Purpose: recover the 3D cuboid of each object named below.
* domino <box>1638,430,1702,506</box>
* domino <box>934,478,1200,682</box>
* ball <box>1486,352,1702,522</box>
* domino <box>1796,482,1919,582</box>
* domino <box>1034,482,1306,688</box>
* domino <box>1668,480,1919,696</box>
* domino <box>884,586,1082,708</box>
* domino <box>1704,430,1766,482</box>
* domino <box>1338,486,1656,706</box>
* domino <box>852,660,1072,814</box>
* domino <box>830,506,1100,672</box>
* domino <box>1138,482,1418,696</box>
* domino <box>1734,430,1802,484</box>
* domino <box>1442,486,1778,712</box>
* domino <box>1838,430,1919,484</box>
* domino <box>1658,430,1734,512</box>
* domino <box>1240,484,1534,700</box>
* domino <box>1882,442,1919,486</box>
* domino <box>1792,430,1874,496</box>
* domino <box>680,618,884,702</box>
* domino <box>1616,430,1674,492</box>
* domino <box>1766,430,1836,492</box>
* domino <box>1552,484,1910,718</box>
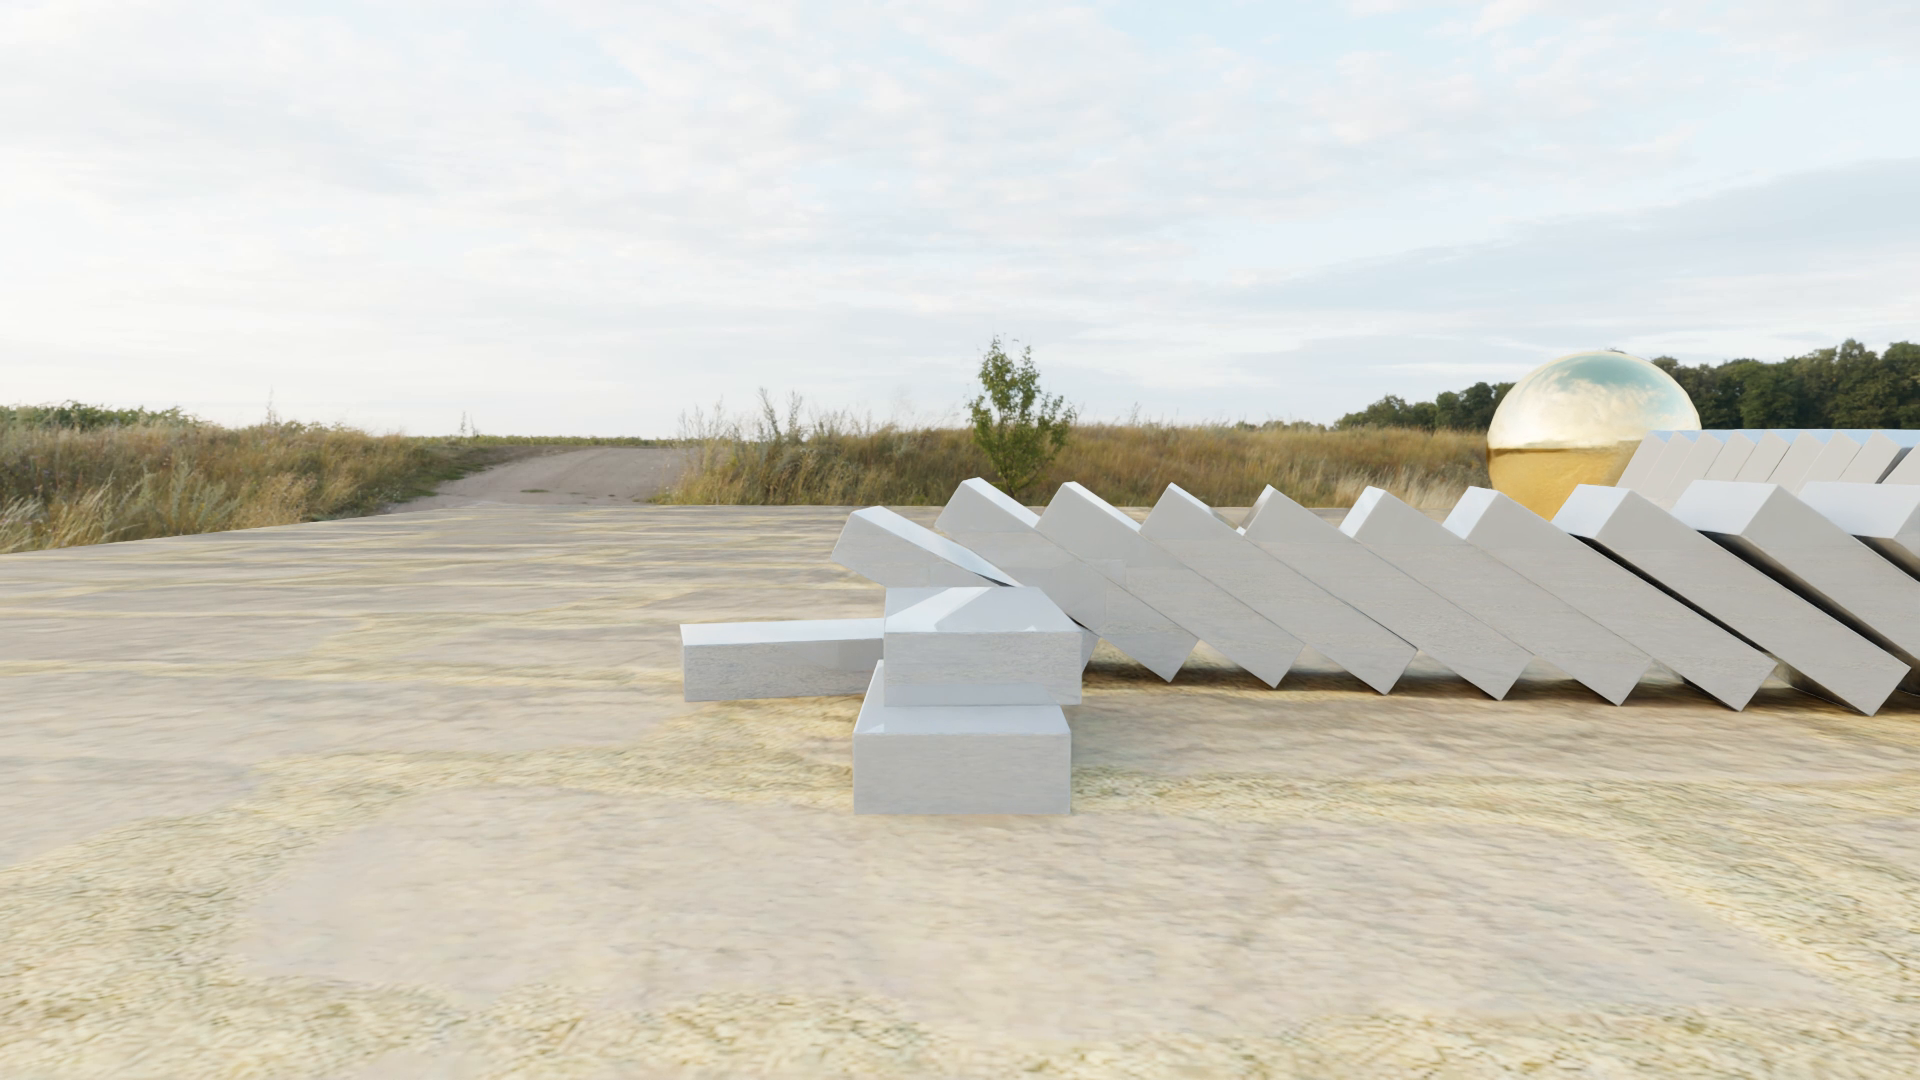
[{"bbox_3d":[0.260,-0.016,0.467,0.025,0.050,0.009,-2,37,-22],"label":"domino"},{"bbox_3d":[0.020,0.006,0.238,0.050,0.010,0.025,34,8,4],"label":"domino"},{"bbox_3d":[0.258,-0.037,0.524,0.080,0.080,0.080,0,4,0],"label":"ball"},{"bbox_3d":[0.162,0.009,0.207,0.050,0.010,0.025,34,1,-6],"label":"domino"},{"bbox_3d":[0.038,0.007,0.235,0.050,0.010,0.025,34,8,6],"label":"domino"},{"bbox_3d":[0.144,0.009,0.209,0.050,0.009,0.025,35,5,0],"label":"domino"},{"bbox_3d":[0.002,0.014,0.186,0.025,0.009,0.050,0,4,-3],"label":"domino"},{"bbox_3d":[0.268,-0.015,0.446,0.025,0.050,0.010,-2,37,-22],"label":"domino"},{"bbox_3d":[0.091,0.008,0.223,0.050,0.009,0.025,33,10,7],"label":"domino"},{"bbox_3d":[0.000,0.025,0.172,0.025,0.009,0.050,0,4,0],"label":"domino"},{"bbox_3d":[0.002,0.009,0.242,0.050,0.009,0.025,26,7,6],"label":"domino"},{"bbox_3d":[0.056,0.008,0.231,0.050,0.009,0.025,34,10,7],"label":"domino"},{"bbox_3d":[0.273,-0.014,0.436,0.025,0.050,0.009,-2,37,-22],"label":"domino"},{"bbox_3d":[0.108,0.009,0.218,0.050,0.010,0.025,34,10,7],"label":"domino"},{"bbox_3d":[0.285,-0.011,0.403,0.025,0.050,0.010,-2,38,-21],"label":"domino"},{"bbox_3d":[0.264,-0.015,0.456,0.025,0.050,0.009,-2,37,-22],"label":"domino"},{"bbox_3d":[0.074,0.008,0.227,0.050,0.009,0.025,34,10,7],"label":"domino"},{"bbox_3d":[0.288,-0.009,0.390,0.025,0.050,0.009,-2,43,-21],"label":"domino"},{"bbox_3d":[0.281,-0.012,0.414,0.025,0.050,0.010,-2,38,-21],"label":"domino"},{"bbox_3d":[-0.024,0.021,0.229,0.050,0.009,0.025,-1,4,-14],"label":"domino"},{"bbox_3d":[0.256,-0.017,0.477,0.025,0.050,0.009,-2,37,-22],"label":"domino"},{"bbox_3d":[0.277,-0.013,0.425,0.025,0.050,0.009,-2,38,-21],"label":"domino"},{"bbox_3d":[0.126,0.009,0.214,0.050,0.009,0.025,34,8,5],"label":"domino"}]
